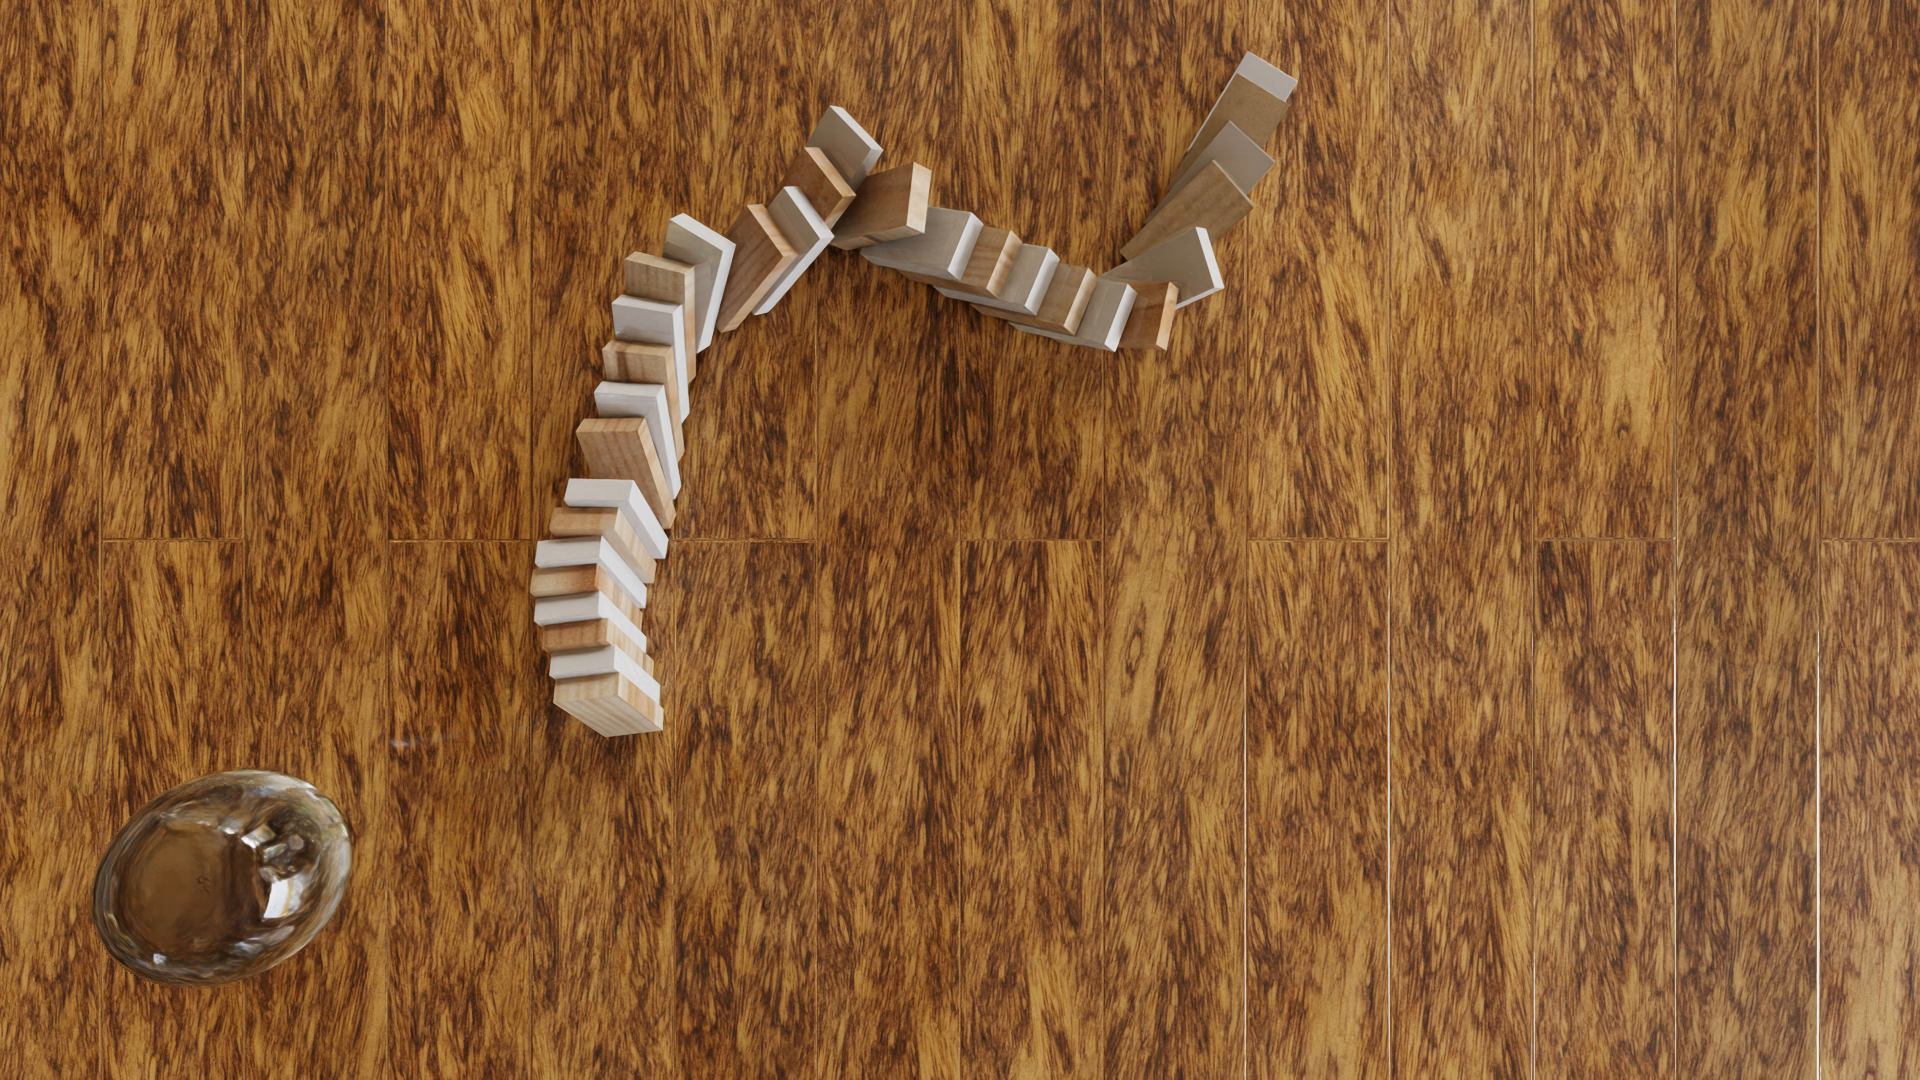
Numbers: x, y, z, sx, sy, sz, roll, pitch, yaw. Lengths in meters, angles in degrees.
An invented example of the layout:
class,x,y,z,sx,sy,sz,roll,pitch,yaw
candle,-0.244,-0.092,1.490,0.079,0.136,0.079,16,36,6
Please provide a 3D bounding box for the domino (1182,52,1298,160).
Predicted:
class,x,y,z,sx,sy,sz,roll,pitch,yaw
domino,0.120,-0.181,0.395,0.025,0.010,0.050,31,90,0

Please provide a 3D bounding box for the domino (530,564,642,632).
class,x,y,z,sx,sy,sz,roll,pitch,yaw
domino,-0.152,0.026,0.376,0.025,0.050,0.010,-6,63,0

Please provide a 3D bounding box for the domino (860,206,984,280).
class,x,y,z,sx,sy,sz,roll,pitch,yaw
domino,-0.017,-0.125,0.382,0.050,0.009,0.025,22,90,35

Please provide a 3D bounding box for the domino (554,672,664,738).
class,x,y,z,sx,sy,sz,roll,pitch,yaw
domino,-0.143,0.068,0.376,0.025,0.050,0.009,-7,63,0

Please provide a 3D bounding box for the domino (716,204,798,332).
class,x,y,z,sx,sy,sz,roll,pitch,yaw
domino,-0.091,-0.112,0.381,0.050,0.009,0.025,-36,90,37

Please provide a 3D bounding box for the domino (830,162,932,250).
class,x,y,z,sx,sy,sz,roll,pitch,yaw
domino,-0.034,-0.137,0.379,0.050,0.009,0.025,7,90,45

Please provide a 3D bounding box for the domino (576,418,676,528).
class,x,y,z,sx,sy,sz,roll,pitch,yaw
domino,-0.137,-0.027,0.379,0.025,0.010,0.050,-1,131,4

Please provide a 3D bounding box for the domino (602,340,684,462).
class,x,y,z,sx,sy,sz,roll,pitch,yaw
domino,-0.131,-0.057,0.381,0.025,0.009,0.050,6,127,0

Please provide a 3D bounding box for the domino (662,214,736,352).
class,x,y,z,sx,sy,sz,roll,pitch,yaw
domino,-0.112,-0.106,0.380,0.025,0.010,0.050,31,129,2

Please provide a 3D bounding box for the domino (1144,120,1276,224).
class,x,y,z,sx,sy,sz,roll,pitch,yaw
domino,0.103,-0.145,0.382,0.025,0.010,0.050,40,122,-3

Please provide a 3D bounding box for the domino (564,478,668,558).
class,x,y,z,sx,sy,sz,roll,pitch,yaw
domino,-0.140,-0.008,0.376,0.025,0.050,0.009,1,63,0

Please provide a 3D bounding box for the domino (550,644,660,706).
class,x,y,z,sx,sy,sz,roll,pitch,yaw
domino,-0.144,0.058,0.376,0.025,0.050,0.009,-7,63,0

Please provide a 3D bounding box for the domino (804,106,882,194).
class,x,y,z,sx,sy,sz,roll,pitch,yaw
domino,-0.056,-0.151,0.382,0.025,0.010,0.050,47,121,5

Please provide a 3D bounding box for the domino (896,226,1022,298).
class,x,y,z,sx,sy,sz,roll,pitch,yaw
domino,-0.001,-0.118,0.382,0.050,0.009,0.025,23,90,35

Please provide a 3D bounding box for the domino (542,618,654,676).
class,x,y,z,sx,sy,sz,roll,pitch,yaw
domino,-0.147,0.047,0.376,0.025,0.050,0.009,-7,63,0

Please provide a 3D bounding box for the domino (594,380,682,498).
class,x,y,z,sx,sy,sz,roll,pitch,yaw
domino,-0.133,-0.041,0.381,0.025,0.010,0.050,4,129,0

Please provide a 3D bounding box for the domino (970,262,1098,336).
class,x,y,z,sx,sy,sz,roll,pitch,yaw
domino,0.030,-0.103,0.381,0.050,0.009,0.025,24,91,36

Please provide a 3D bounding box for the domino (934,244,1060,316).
class,x,y,z,sx,sy,sz,roll,pitch,yaw
domino,0.014,-0.111,0.382,0.050,0.010,0.025,23,90,36

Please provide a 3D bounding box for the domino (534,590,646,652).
class,x,y,z,sx,sy,sz,roll,pitch,yaw
domino,-0.150,0.037,0.376,0.025,0.050,0.010,-7,63,0

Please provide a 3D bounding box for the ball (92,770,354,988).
class,x,y,z,sx,sy,sz,roll,pitch,yaw
ball,-0.286,0.131,0.360,0.080,0.080,0.080,0,90,0

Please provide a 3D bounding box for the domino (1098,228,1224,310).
class,x,y,z,sx,sy,sz,roll,pitch,yaw
domino,0.081,-0.106,0.380,0.050,0.009,0.025,-17,90,40

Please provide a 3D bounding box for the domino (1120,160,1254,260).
class,x,y,z,sx,sy,sz,roll,pitch,yaw
domino,0.094,-0.130,0.382,0.025,0.010,0.050,46,121,-6

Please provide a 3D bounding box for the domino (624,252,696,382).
class,x,y,z,sx,sy,sz,roll,pitch,yaw
domino,-0.124,-0.091,0.381,0.025,0.010,0.050,14,127,3

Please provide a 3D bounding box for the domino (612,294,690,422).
class,x,y,z,sx,sy,sz,roll,pitch,yaw
domino,-0.128,-0.074,0.381,0.025,0.009,0.050,10,127,2

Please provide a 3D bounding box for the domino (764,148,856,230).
class,x,y,z,sx,sy,sz,roll,pitch,yaw
domino,-0.067,-0.134,0.381,0.050,0.009,0.025,-39,88,37

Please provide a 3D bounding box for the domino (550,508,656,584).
class,x,y,z,sx,sy,sz,roll,pitch,yaw
domino,-0.145,0.003,0.376,0.025,0.050,0.009,0,63,0

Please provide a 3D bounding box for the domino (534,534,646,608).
class,x,y,z,sx,sy,sz,roll,pitch,yaw
domino,-0.150,0.015,0.376,0.025,0.050,0.010,-6,63,0

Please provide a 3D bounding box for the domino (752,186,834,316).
class,x,y,z,sx,sy,sz,roll,pitch,yaw
domino,-0.077,-0.120,0.381,0.050,0.010,0.025,-35,90,37

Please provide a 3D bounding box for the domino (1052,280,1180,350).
class,x,y,z,sx,sy,sz,roll,pitch,yaw
domino,0.064,-0.094,0.381,0.050,0.010,0.025,13,93,37

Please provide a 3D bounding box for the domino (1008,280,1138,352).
class,x,y,z,sx,sy,sz,roll,pitch,yaw
domino,0.046,-0.096,0.381,0.050,0.010,0.025,23,93,36

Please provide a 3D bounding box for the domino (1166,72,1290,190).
class,x,y,z,sx,sy,sz,roll,pitch,yaw
domino,0.111,-0.163,0.382,0.025,0.010,0.050,32,122,0
